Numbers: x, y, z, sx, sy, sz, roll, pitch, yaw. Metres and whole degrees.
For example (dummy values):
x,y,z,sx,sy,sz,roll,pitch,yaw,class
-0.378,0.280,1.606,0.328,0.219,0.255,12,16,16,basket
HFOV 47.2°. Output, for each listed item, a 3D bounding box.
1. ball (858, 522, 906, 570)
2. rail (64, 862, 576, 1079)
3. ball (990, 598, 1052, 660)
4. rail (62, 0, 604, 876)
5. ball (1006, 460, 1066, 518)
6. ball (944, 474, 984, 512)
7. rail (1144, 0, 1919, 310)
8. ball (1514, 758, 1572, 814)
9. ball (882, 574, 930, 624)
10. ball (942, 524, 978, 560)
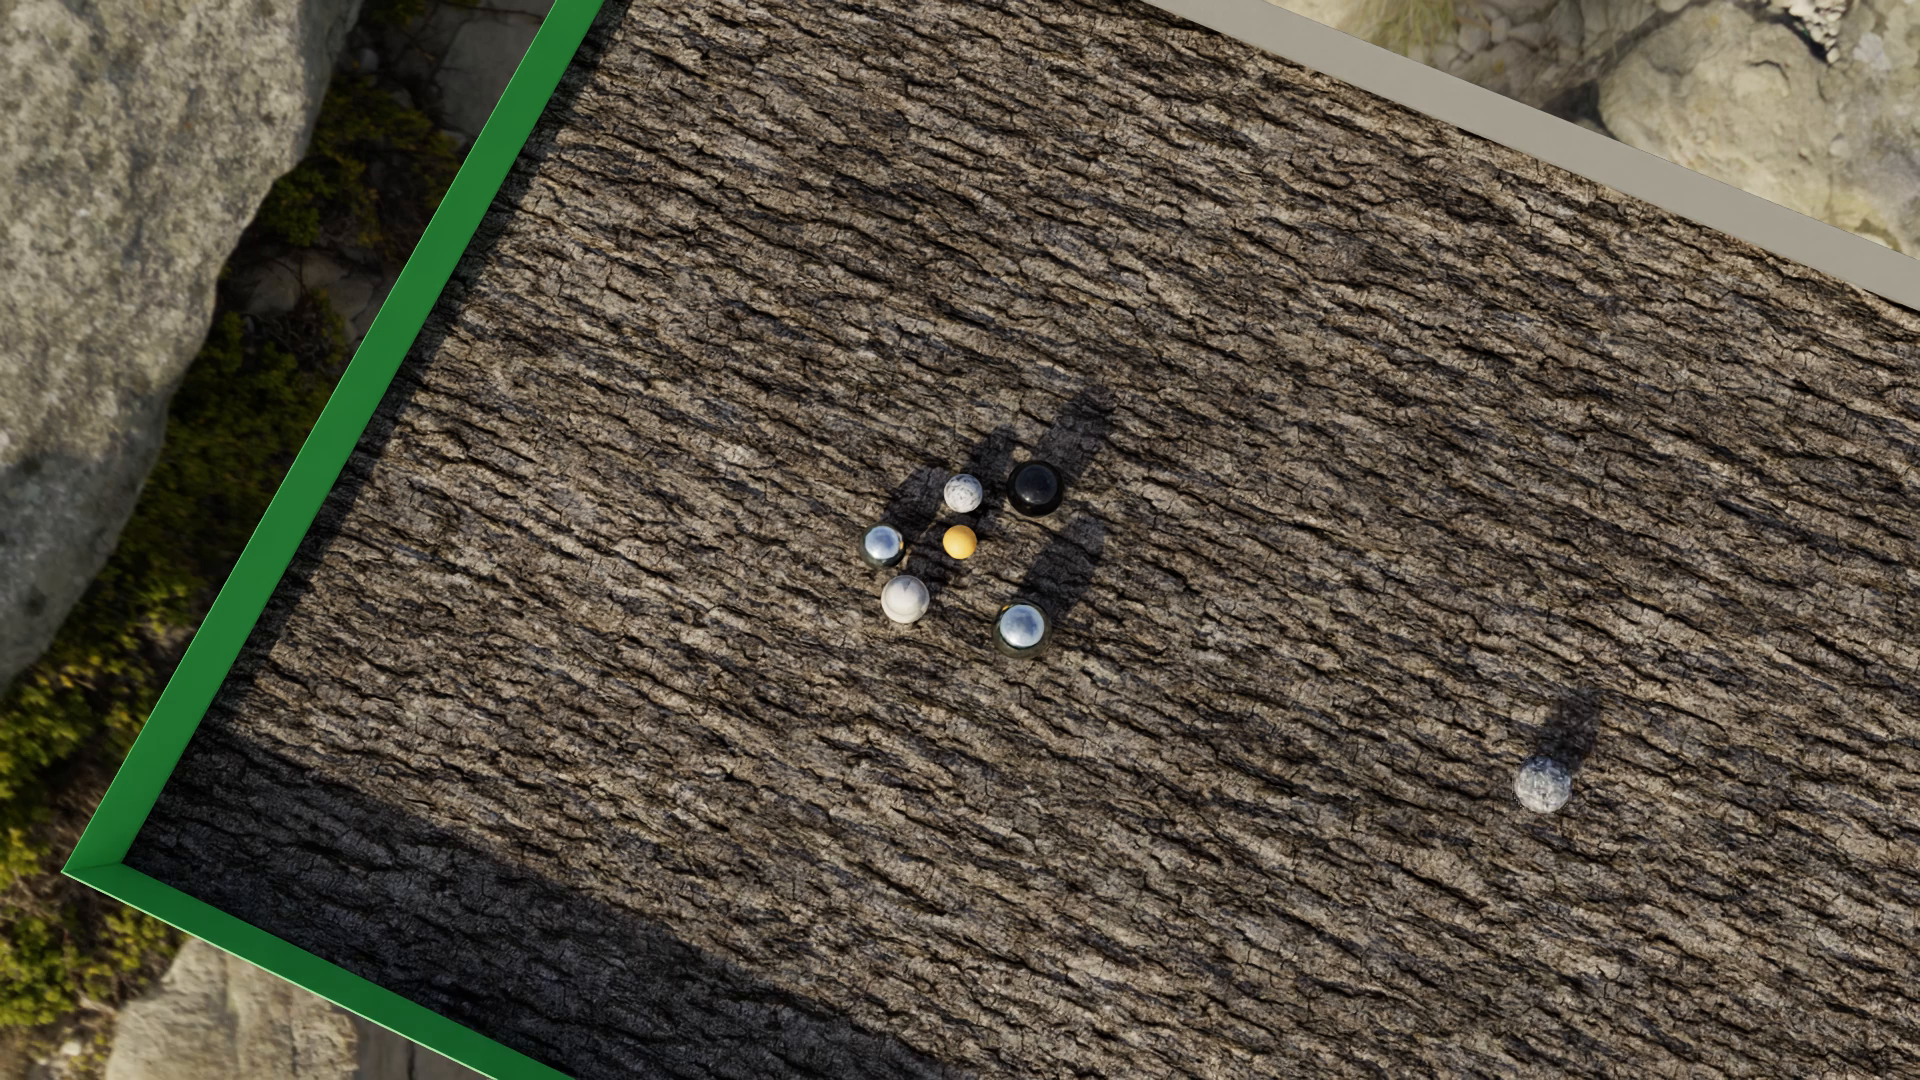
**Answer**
x,y,z,sx,sy,sz,roll,pitch,yaw,class
-0.119,0.009,3.366,0.075,0.075,0.075,0,74,0,ball
0.466,1.227,2.981,3.822,0.122,0.045,23,75,7,rail
0.093,0.135,3.320,0.094,0.094,0.094,0,74,0,ball
-0.849,-0.376,3.455,0.045,0.122,2.008,23,75,7,rail
0.116,-0.078,3.384,0.091,0.091,0.091,0,74,0,ball
0.005,-0.072,3.398,0.061,0.061,0.061,0,74,0,ball
1.275,-0.485,3.487,3.822,0.122,0.045,23,75,7,rail
0.864,0.364,3.258,0.082,0.082,0.082,0,74,0,ball
-0.083,0.090,3.343,0.074,0.074,0.074,0,74,0,ball
0.000,0.003,3.380,0.053,0.053,0.053,0,74,0,ball
